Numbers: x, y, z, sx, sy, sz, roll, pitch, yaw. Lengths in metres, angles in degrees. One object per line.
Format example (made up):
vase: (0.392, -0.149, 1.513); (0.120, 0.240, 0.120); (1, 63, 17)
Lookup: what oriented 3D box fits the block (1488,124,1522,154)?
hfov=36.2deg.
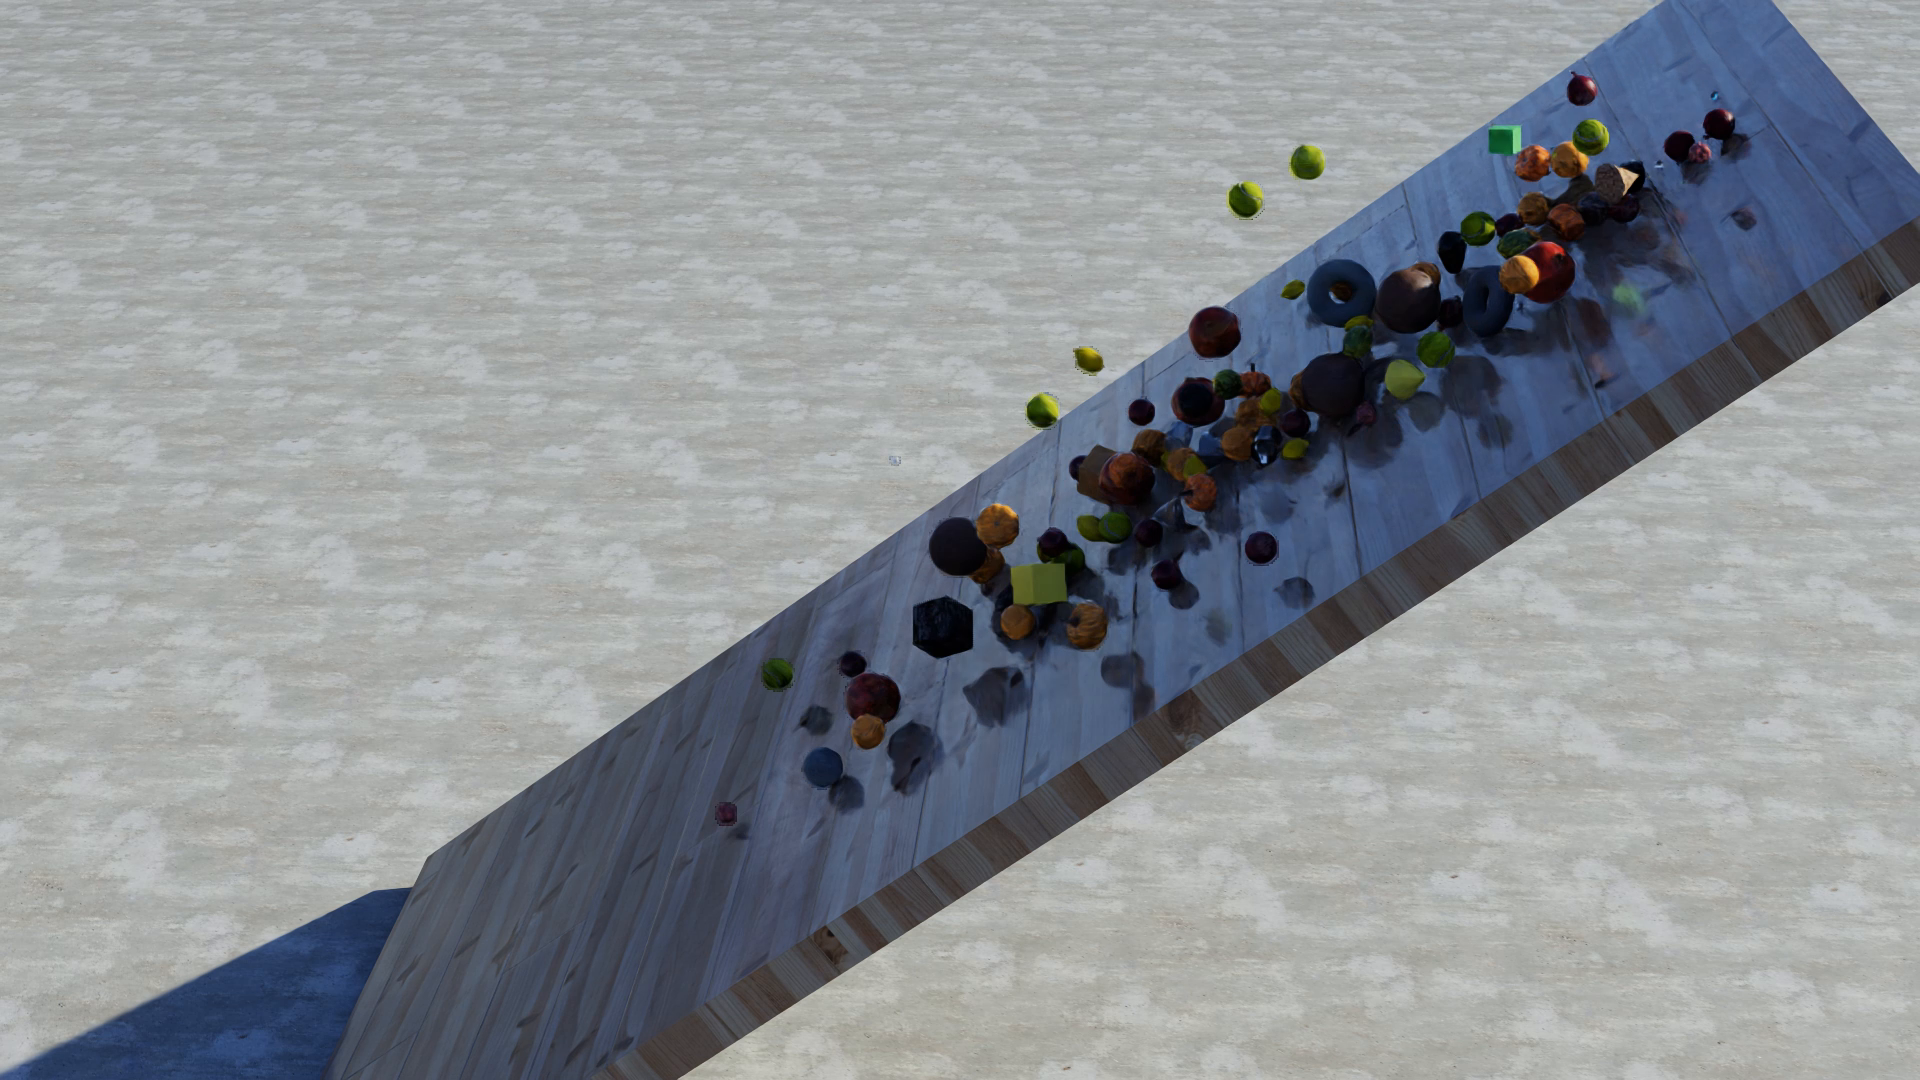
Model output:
block: (1.092, -0.802, 5.896); (0.051, 0.051, 0.051); (5, 19, 28)

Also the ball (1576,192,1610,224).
ball: (1.247, -0.653, 5.789); (0.066, 0.066, 0.066); (0, 23, 0)

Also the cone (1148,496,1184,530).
cone: (0.410, -0.049, 5.968); (0.069, 0.069, 0.069); (-11, 17, 26)

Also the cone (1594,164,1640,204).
cone: (1.274, -0.692, 5.638); (0.079, 0.079, 0.079); (-19, 29, -28)

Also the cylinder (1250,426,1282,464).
cylinder: (0.618, -0.193, 5.937); (0.057, 0.057, 0.057); (6, 32, 13)

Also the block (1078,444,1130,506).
block: (0.312, -0.142, 6.404); (0.080, 0.080, 0.080); (25, 52, 19)

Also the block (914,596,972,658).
block: (-0.036, 0.183, 6.142); (0.089, 0.089, 0.089); (-17, -31, 30)

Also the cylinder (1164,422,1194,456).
cylinder: (0.463, -0.215, 6.224); (0.052, 0.052, 0.052); (7, 46, 17)

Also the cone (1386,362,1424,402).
cone: (0.875, -0.313, 5.662); (0.079, 0.079, 0.079); (-9, -6, -20)

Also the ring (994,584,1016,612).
ring: (0.113, 0.119, 6.283); (0.092, 0.031, 0.092); (-37, 15, 11)

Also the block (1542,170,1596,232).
block: (1.228, -0.678, 5.874); (0.080, 0.080, 0.080); (-39, 15, 1)

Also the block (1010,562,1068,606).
block: (0.163, 0.092, 6.087); (0.081, 0.081, 0.081); (-3, -4, -30)

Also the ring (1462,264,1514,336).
ring: (1.023, -0.464, 5.697); (0.047, 0.141, 0.141); (6, 19, -23)

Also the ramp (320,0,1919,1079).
ramp: (0.128, 0.180, 6.324); (4.000, 0.100, 2.000); (-34, 16, 17)

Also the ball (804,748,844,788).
ball: (-0.284, 0.472, 6.106); (0.082, 0.082, 0.082); (0, 23, 0)

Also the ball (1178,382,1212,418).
ball: (0.486, -0.289, 6.075); (0.071, 0.071, 0.071); (0, 23, 0)
